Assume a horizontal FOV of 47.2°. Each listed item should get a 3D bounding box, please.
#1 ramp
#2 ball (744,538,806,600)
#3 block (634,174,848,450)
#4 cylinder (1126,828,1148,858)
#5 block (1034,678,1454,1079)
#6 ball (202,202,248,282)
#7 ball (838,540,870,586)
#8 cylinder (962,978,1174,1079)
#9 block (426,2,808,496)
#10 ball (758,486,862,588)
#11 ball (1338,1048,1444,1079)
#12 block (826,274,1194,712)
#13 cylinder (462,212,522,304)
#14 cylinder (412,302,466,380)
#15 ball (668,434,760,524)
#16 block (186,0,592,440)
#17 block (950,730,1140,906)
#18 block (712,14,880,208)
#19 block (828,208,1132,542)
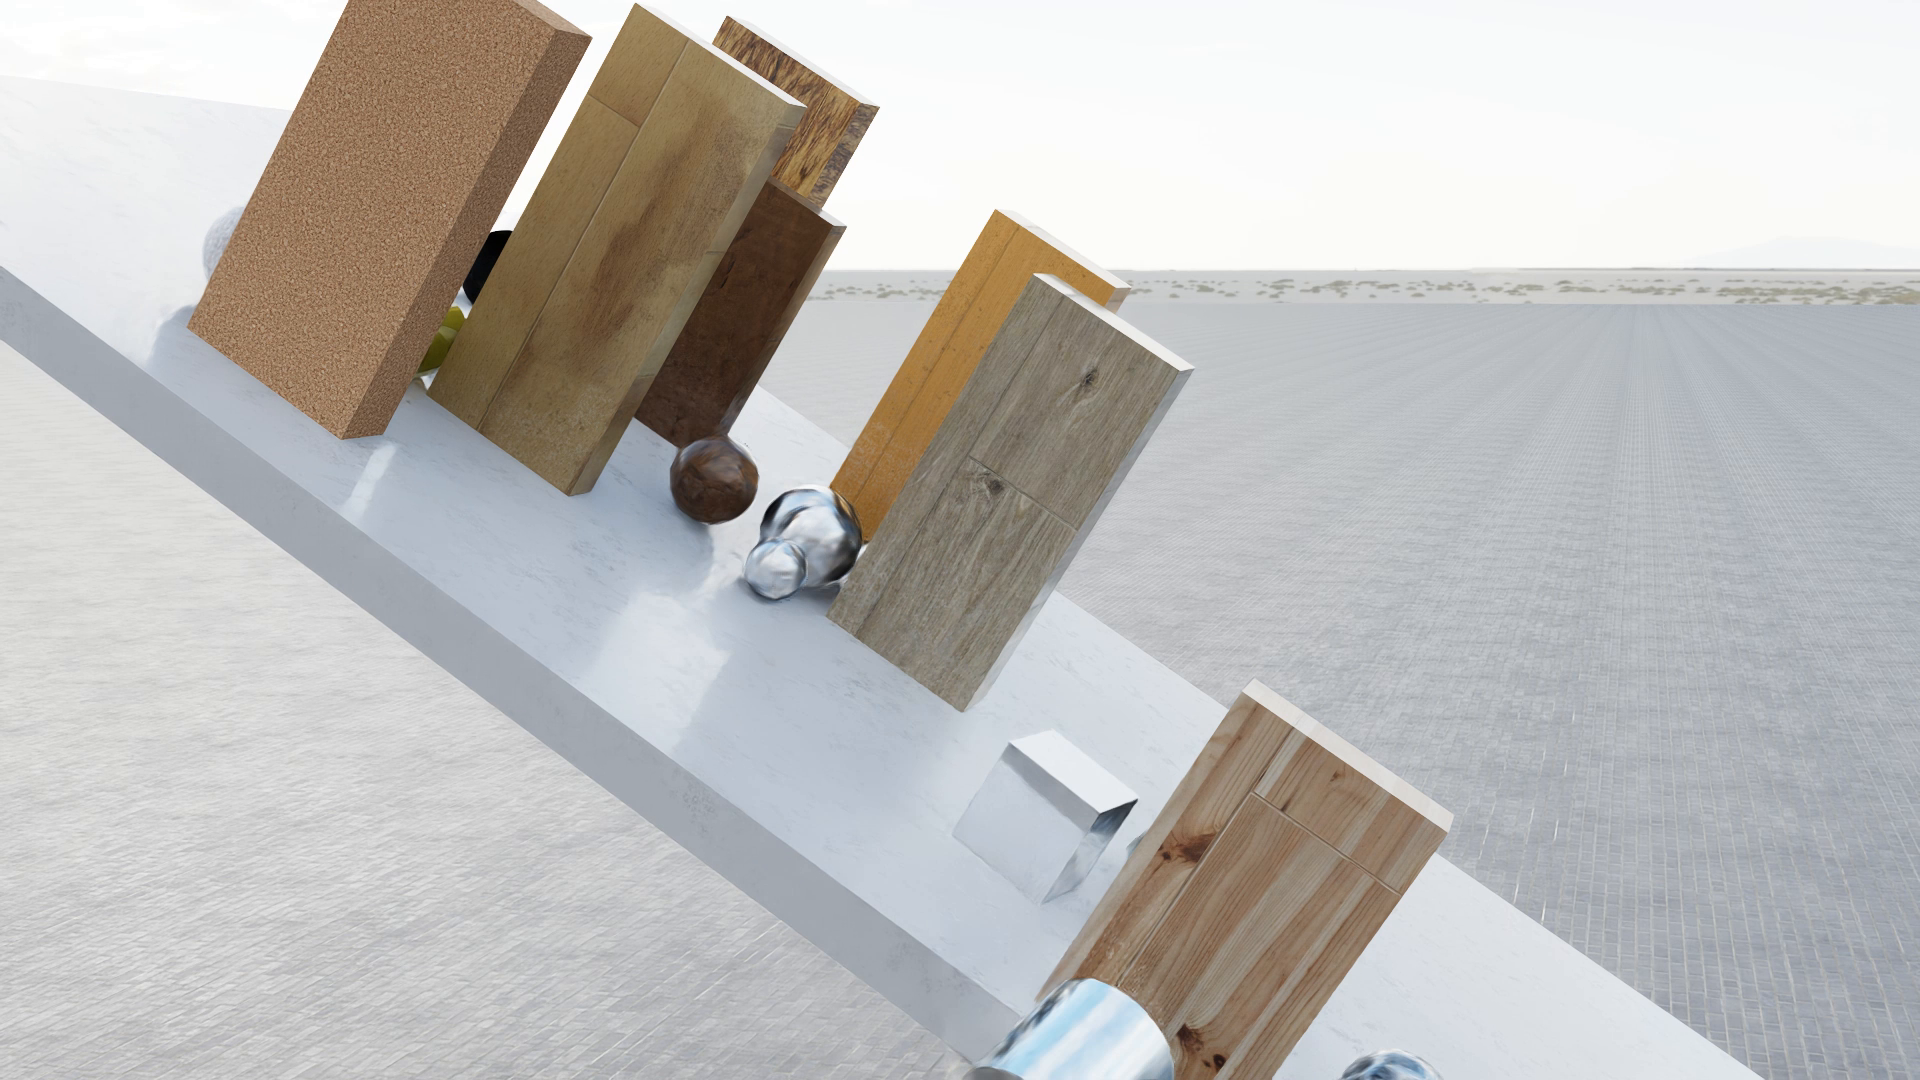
[{"bbox_3d":[-0.144,0.240,4.108,4.000,0.100,2.000,35,15,11],"label":"ramp"},{"bbox_3d":[-0.330,0.052,3.932,0.111,0.111,0.111,0,7,0],"label":"ball"},{"bbox_3d":[-0.536,-0.501,4.427,0.397,0.554,0.084,35,15,11],"label":"block"},{"bbox_3d":[0.419,0.510,3.584,0.207,0.207,0.207,-43,-1,12],"label":"cylinder"},{"bbox_3d":[0.389,0.512,3.049,0.328,0.541,0.101,35,15,11],"label":"block"},{"bbox_3d":[-1.191,-0.480,3.756,0.197,0.197,0.197,0,7,0],"label":"ball"},{"bbox_3d":[-0.186,0.055,4.212,0.107,0.107,0.107,0,7,0],"label":"ball"},{"bbox_3d":[0.136,0.704,2.826,0.202,0.202,0.202,6,28,40],"label":"cylinder"},{"bbox_3d":[-0.604,-0.496,3.819,0.328,0.789,0.085,35,15,11],"label":"block"},{"bbox_3d":[-0.276,-0.006,4.064,0.192,0.192,0.192,0,7,0],"label":"ball"},{"bbox_3d":[0.632,0.833,3.213,0.176,0.176,0.176,0,7,0],"label":"ball"},{"bbox_3d":[0.086,-0.084,3.972,0.311,0.736,0.136,35,15,11],"label":"block"},{"bbox_3d":[-0.930,-0.571,4.580,0.190,0.190,0.190,0,19,-3],"label":"cylinder"},{"bbox_3d":[-0.975,-0.363,3.896,0.153,0.153,0.153,1,12,11],"label":"cylinder"},{"bbox_3d":[-0.458,-0.113,4.095,0.167,0.167,0.167,0,7,0],"label":"ball"},{"bbox_3d":[-0.916,-0.566,3.508,0.332,0.745,0.124,35,15,11],"label":"block"},{"bbox_3d":[0.137,0.437,3.488,0.182,0.182,0.182,37,16,19],"label":"block"},{"bbox_3d":[-0.516,-0.687,4.674,0.348,0.754,0.121,35,15,11],"label":"block"},{"bbox_3d":[0.002,-0.237,4.247,0.275,0.763,0.136,35,15,11],"label":"block"}]
